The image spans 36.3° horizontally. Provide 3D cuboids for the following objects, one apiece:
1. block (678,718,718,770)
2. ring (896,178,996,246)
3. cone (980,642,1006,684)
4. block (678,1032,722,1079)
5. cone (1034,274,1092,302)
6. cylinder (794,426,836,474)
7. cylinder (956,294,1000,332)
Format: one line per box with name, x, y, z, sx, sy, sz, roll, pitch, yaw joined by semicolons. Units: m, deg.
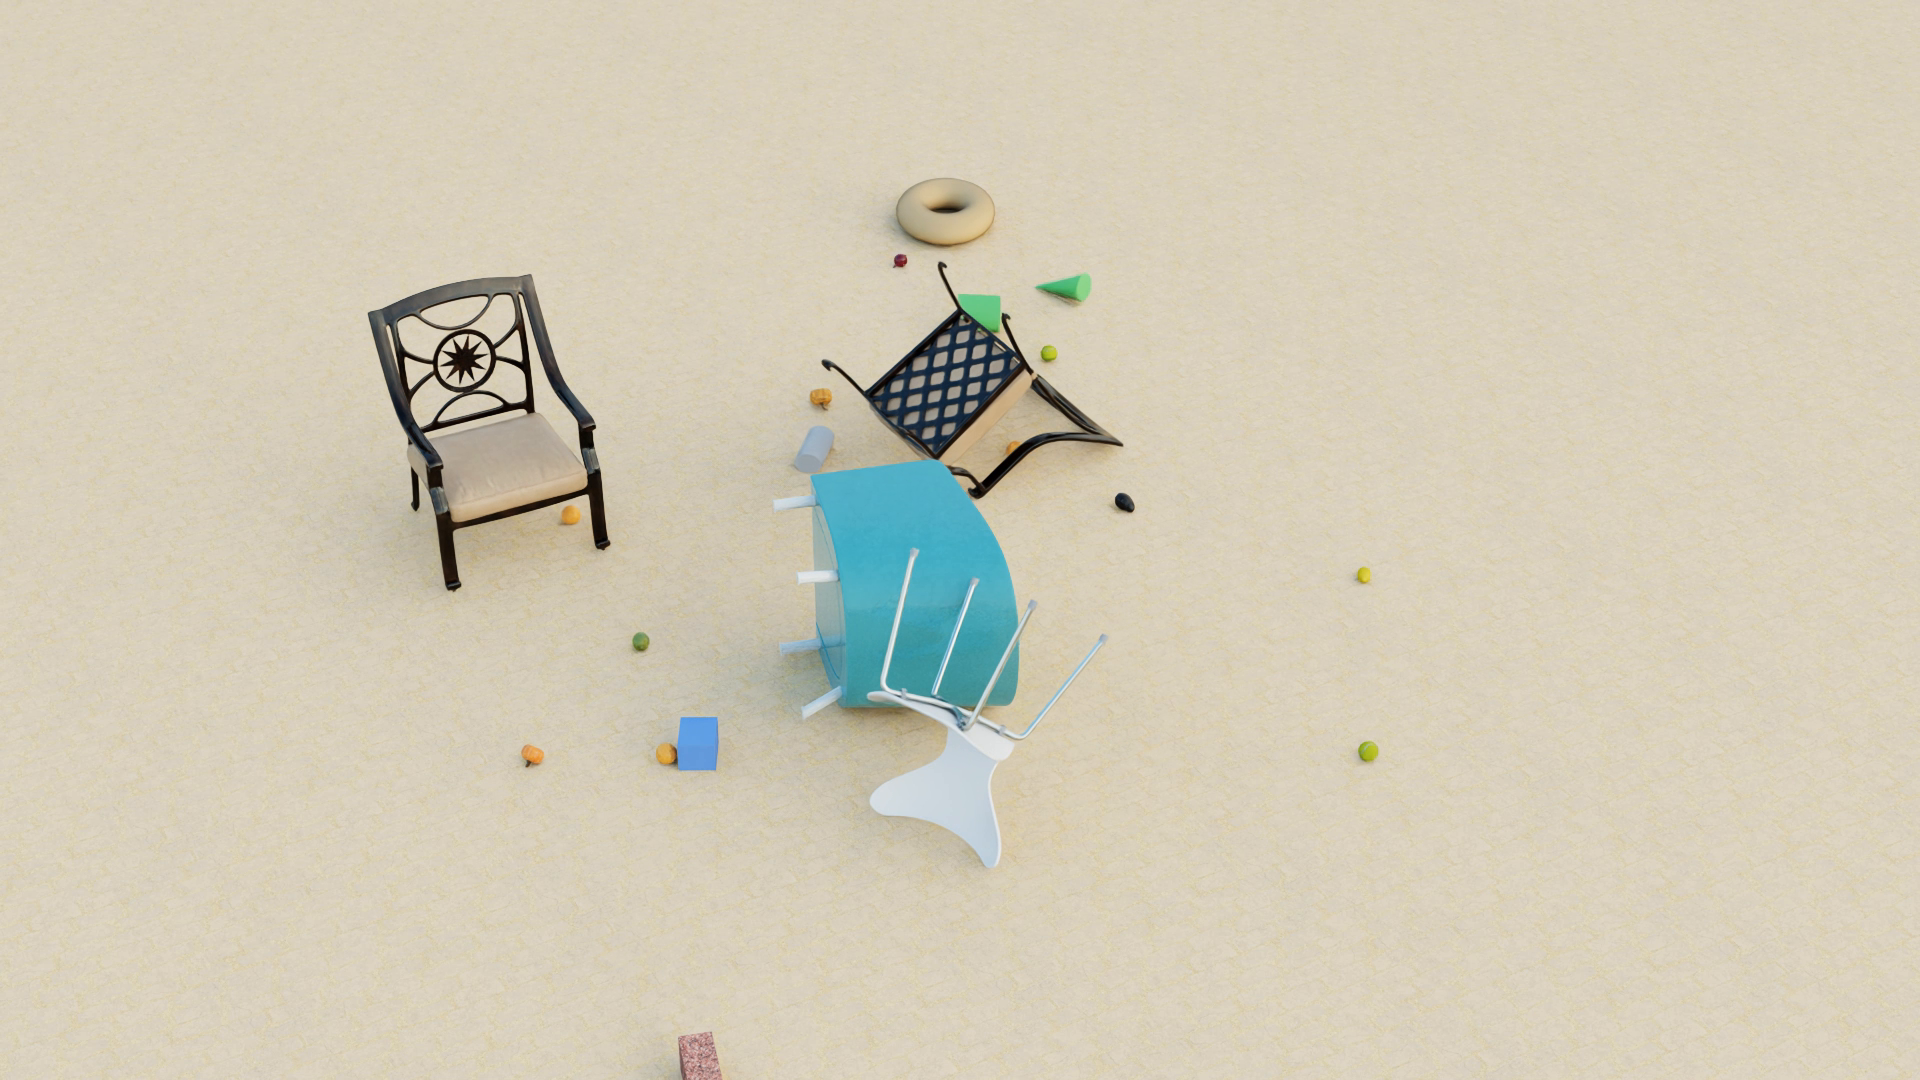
block;-0.876;0.682;9.814;0.123;0.105;0.157;0;33;0
ring;-0.064;-1.464;13.050;0.443;0.129;0.514;2;34;1
cone;0.096;0.448;10.222;0.100;0.095;0.164;26;56;-13
block;-0.748;1.546;8.482;0.099;0.127;0.209;-7;34;-11
cone;0.421;-1.080;12.536;0.241;0.106;0.151;3;31;28
cylinder;-0.565;-0.353;11.403;0.109;0.085;0.219;11;35;7
cylinder;0.078;-0.947;12.241;0.175;0.155;0.150;3;26;4
